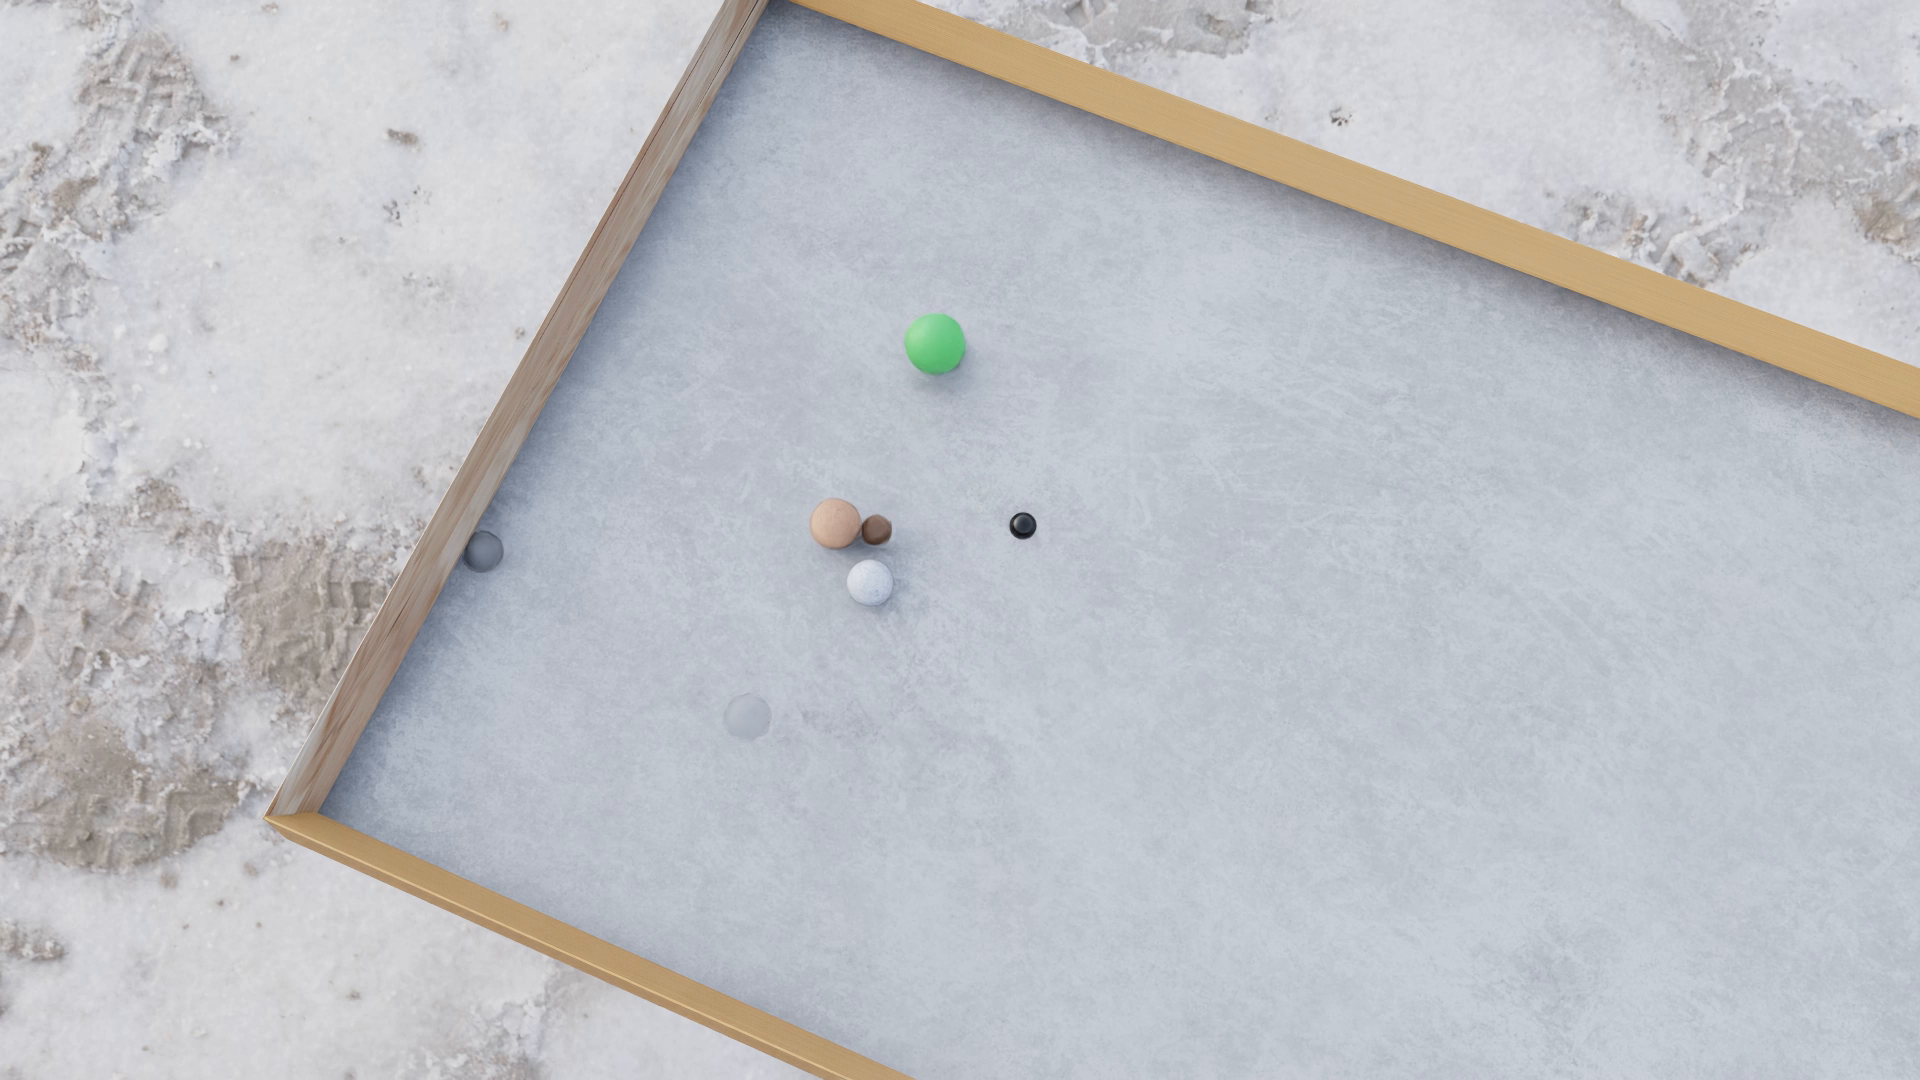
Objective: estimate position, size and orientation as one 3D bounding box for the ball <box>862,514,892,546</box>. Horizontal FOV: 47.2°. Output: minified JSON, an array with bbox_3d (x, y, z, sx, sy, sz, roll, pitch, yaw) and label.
[{"bbox_3d":[-0.132,-0.016,3.495,0.049,0.049,0.049,0,68,0],"label":"ball"}]

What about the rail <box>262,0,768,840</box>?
[{"bbox_3d":[-0.664,-0.280,3.555,0.045,0.129,1.684,22,70,8],"label":"rail"}]

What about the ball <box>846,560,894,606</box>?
[{"bbox_3d":[-0.141,0.067,3.449,0.074,0.074,0.074,0,68,0],"label":"ball"}]

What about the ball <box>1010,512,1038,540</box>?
[{"bbox_3d":[0.100,-0.022,3.500,0.045,0.045,0.045,0,68,0],"label":"ball"}]

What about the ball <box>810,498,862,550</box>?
[{"bbox_3d":[-0.197,-0.025,3.481,0.082,0.082,0.082,0,68,0],"label":"ball"}]

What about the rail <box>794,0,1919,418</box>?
[{"bbox_3d":[1.012,-0.432,3.616,2.990,0.129,0.045,22,70,8],"label":"rail"}]

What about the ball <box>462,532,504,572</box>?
[{"bbox_3d":[-0.753,0.018,3.474,0.063,0.063,0.063,0,68,0],"label":"ball"}]

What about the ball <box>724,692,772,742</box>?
[{"bbox_3d":[-0.324,0.271,3.368,0.074,0.074,0.074,0,68,0],"label":"ball"}]

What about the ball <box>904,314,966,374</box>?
[{"bbox_3d":[-0.040,-0.319,3.588,0.099,0.099,0.099,0,68,0],"label":"ball"}]

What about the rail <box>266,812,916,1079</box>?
[{"bbox_3d":[0.359,0.964,3.063,2.990,0.129,0.045,22,70,8],"label":"rail"}]
